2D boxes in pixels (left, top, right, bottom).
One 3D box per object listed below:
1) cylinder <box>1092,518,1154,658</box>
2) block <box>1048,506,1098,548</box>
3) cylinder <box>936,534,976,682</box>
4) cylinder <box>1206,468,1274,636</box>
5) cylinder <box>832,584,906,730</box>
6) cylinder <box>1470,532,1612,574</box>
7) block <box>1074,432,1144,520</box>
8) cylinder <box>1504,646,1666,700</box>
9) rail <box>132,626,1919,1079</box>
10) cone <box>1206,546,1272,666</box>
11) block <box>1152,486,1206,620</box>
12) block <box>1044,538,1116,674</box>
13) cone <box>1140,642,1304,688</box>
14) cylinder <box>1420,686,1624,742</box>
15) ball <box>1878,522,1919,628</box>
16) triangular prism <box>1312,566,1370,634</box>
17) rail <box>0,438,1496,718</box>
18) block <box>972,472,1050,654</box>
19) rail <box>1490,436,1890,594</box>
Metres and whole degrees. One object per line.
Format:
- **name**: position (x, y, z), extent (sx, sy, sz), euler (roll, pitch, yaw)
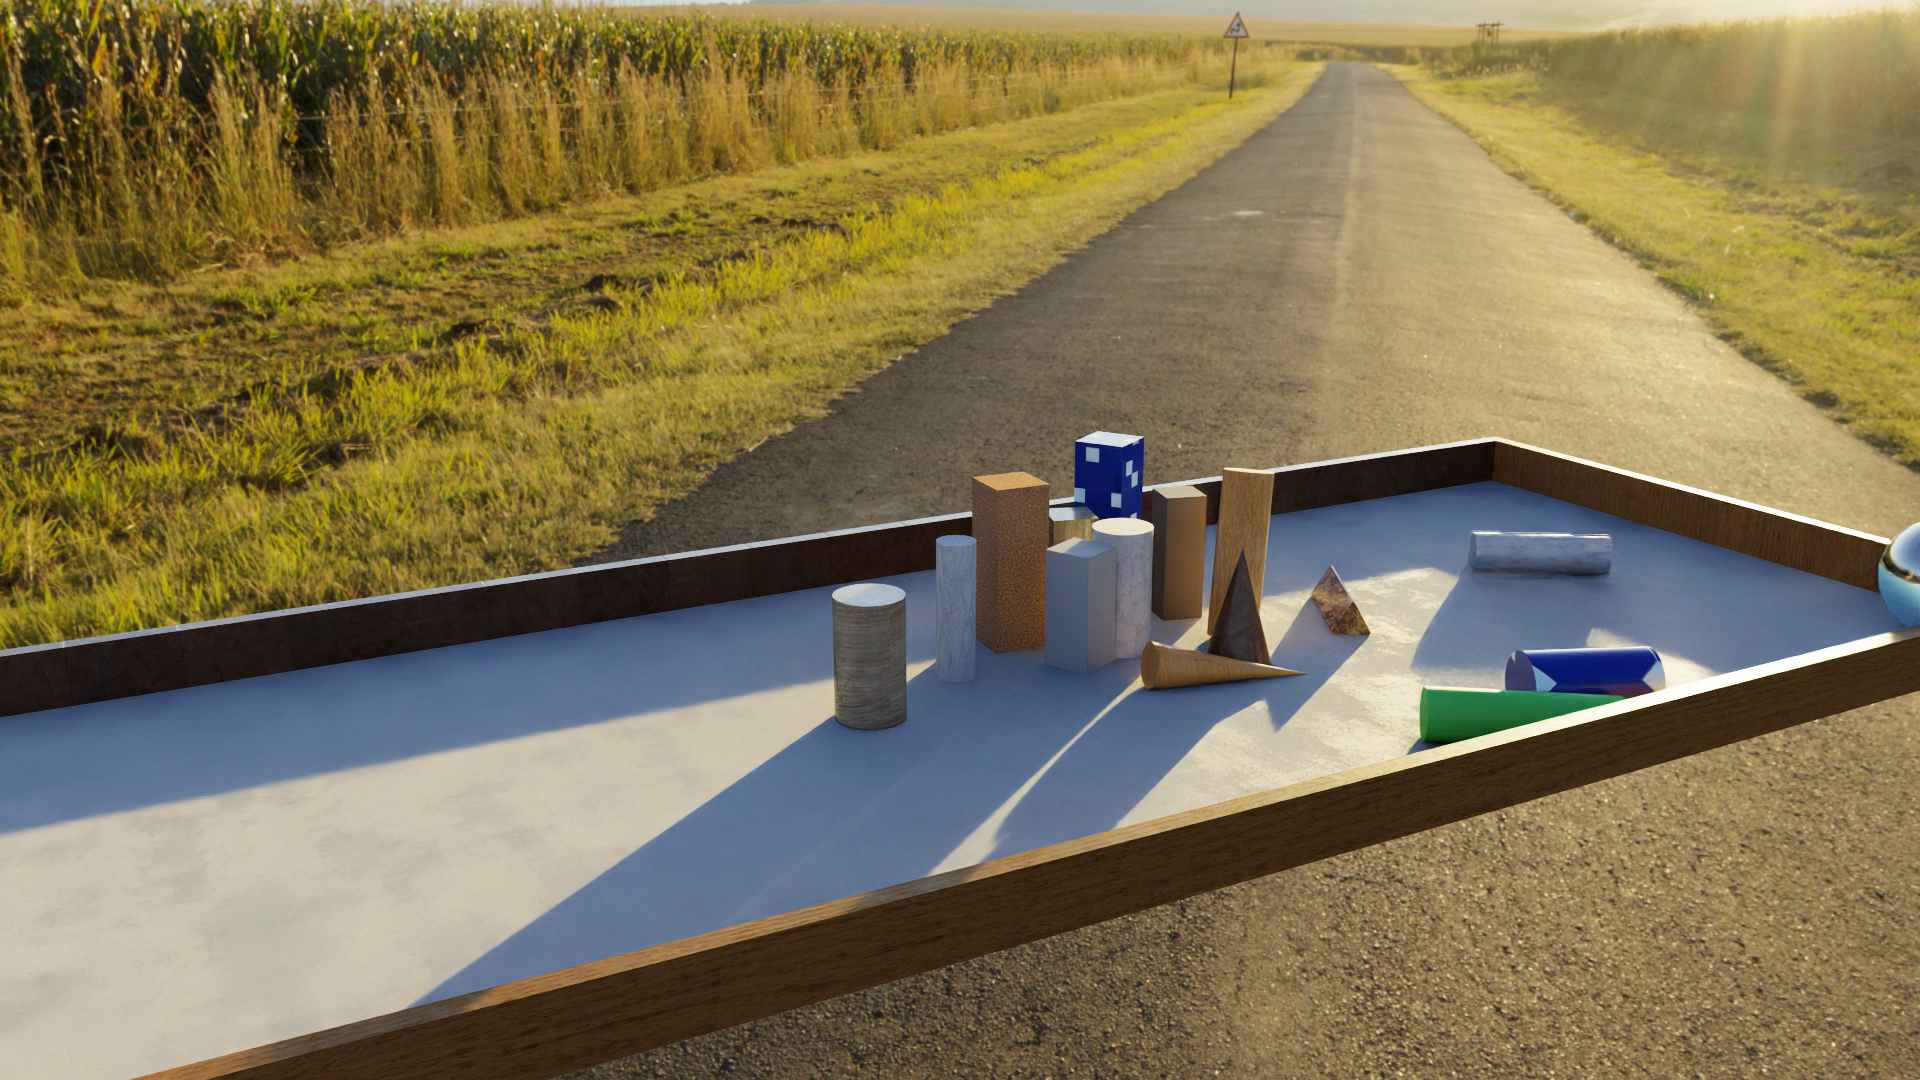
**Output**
- **cylinder**: position (0.424, 0.125, 4.330), extent (0.160, 0.336, 0.160), euler (0, 17, 0)
- **block**: position (0.304, 0.071, 4.579), extent (0.127, 0.300, 0.127), euler (-3, 17, -11)
- **cylinder**: position (-0.009, 0.172, 4.136), extent (0.101, 0.356, 0.101), euler (0, 16, 0)
- **cylinder**: position (0.749, 0.037, 4.406), extent (0.135, 0.447, 0.135), euler (5, 6, -1)
- **cylinder**: position (-0.212, 0.274, 3.881), extent (0.171, 0.305, 0.171), euler (0, 16, 0)
- **cylinder**: position (1.763, 0.040, 5.016), extent (0.394, 0.115, 0.115), euler (2, 16, 6)
- **block**: position (0.435, -0.080, 4.843), extent (0.150, 0.443, 0.150), euler (9, 19, 29)
- **cylinder**: position (1.473, 0.341, 3.893), extent (0.313, 0.171, 0.171), euler (-2, 16, -6)
- **rail**: position (-2.336, 1.006, 1.665), extent (12.000, 0.150, 0.050), euler (-9, 18, -27)
- **cone**: position (0.718, 0.168, 4.225), extent (0.178, 0.315, 0.178), euler (0, 16, 0)
- **block**: position (0.606, 0.036, 4.606), extent (0.115, 0.353, 0.115), euler (-4, 17, -13)
- **block**: position (0.309, 0.168, 4.230), extent (0.130, 0.310, 0.130), euler (12, 21, 36)
- **cone**: position (0.679, 0.326, 4.142), extent (0.434, 0.118, 0.118), euler (4, 15, -14)
- **cylinder**: position (1.276, 0.406, 3.750), extent (0.432, 0.127, 0.127), euler (2, 17, 8)
- **ball**: position (2.639, 0.100, 4.404), extent (0.330, 0.330, 0.330), euler (0, 16, 0)
- **triangular prism**: position (1.069, 0.164, 4.627), extent (0.105, 0.091, 0.334), euler (1, 16, 2)
- **rail**: position (-3.305, 0.497, 3.399), extent (12.000, 0.150, 0.050), euler (-9, 18, -27)
- **block**: position (0.132, 0.059, 4.367), extent (0.151, 0.445, 0.151), euler (-7, 18, -24)
- **rail**: position (2.466, -0.048, 5.253), extent (0.050, 0.150, 2.100), euler (-9, 18, -27)
